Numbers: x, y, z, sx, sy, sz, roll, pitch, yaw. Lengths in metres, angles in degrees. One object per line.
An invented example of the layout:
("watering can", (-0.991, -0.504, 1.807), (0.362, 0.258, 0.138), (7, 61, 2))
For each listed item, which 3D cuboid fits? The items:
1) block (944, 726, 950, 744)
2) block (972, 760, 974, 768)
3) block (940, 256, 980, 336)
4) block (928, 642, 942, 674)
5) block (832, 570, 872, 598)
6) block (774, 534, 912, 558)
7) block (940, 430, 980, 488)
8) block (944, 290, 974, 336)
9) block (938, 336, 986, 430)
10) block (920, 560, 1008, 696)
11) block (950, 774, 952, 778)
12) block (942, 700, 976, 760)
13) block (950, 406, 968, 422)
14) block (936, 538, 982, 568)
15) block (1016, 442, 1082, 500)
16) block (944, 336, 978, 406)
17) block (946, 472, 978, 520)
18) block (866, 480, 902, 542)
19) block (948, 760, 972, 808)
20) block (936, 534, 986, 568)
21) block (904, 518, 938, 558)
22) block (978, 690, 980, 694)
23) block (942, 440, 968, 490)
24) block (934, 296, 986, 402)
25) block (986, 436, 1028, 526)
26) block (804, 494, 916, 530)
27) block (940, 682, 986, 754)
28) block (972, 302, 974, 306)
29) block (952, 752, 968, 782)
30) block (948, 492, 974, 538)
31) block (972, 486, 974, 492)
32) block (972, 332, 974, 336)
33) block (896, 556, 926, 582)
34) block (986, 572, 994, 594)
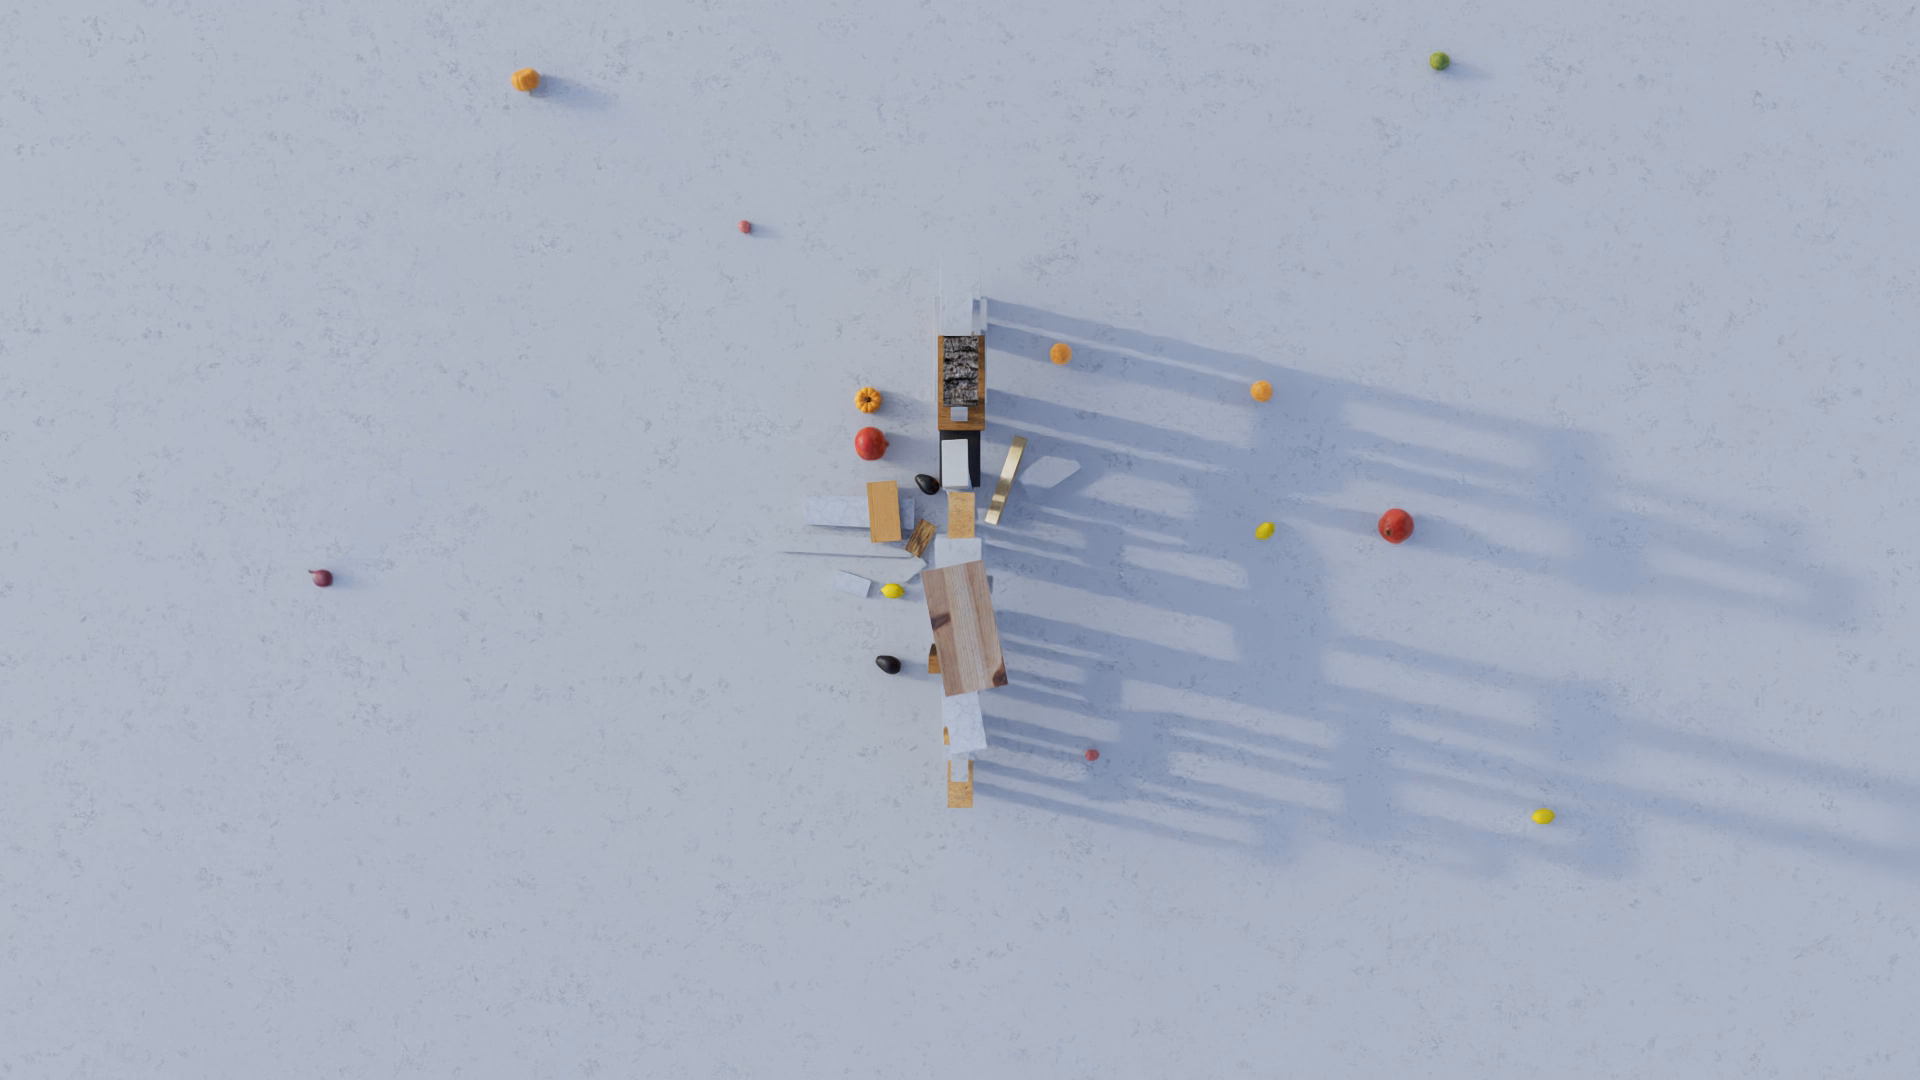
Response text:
("block", (0.004, 0.584, 4.958), (0.104, 0.208, 0.029), (-4, 90, 0))
("block", (0.002, 0.707, 5.262), (0.079, 0.158, 0.022), (0, 90, 0))
("block", (0.001, -0.720, 4.874), (0.119, 0.034, 0.238), (0, 90, 0))
("block", (-0.001, 0.343, 4.785), (0.172, 0.571, 0.049), (2, 90, 0))
("block", (-0.360, 0.145, 5.492), (0.119, 0.017, 0.059), (18, 90, 0))
("block", (-0.388, 0.017, 5.492), (0.458, 0.017, 0.059), (3, 90, 0))
("block", (0.000, -0.297, 5.222), (0.130, 0.037, 0.259), (0, 90, 0))
("block", (-0.004, -0.624, 4.651), (0.076, 0.021, 0.151), (3, 90, 0))
("block", (0.004, -0.459, 4.833), (0.138, 0.039, 0.275), (0, 90, 0))
("block", (0.012, 0.239, 4.475), (0.172, 0.049, 0.344), (-11, 90, 0))
("block", (-0.001, 0.707, 5.060), (0.051, 0.201, 0.015), (0, 90, 0))
("block", (-0.003, 0.573, 5.077), (0.102, 0.029, 0.204), (-1, 90, 0))
("block", (-0.002, -0.370, 4.766), (0.048, 0.096, 0.014), (0, 70, 0))
("block", (-0.003, 0.131, 4.862), (0.135, 0.038, 0.269), (0, 90, 0))
("block", (0.293, -0.226, 5.486), (0.199, 0.028, 0.099), (-34, 90, 0))
("block", (0.002, -0.471, 4.604), (0.098, 0.028, 0.195), (0, 90, 0))
("block", (0.004, -0.134, 5.170), (0.081, 0.023, 0.161), (-12, 88, 0))
("block", (-0.251, -0.094, 5.458), (0.099, 0.028, 0.199), (-5, 90, 0))
("block", (0.001, 0.760, 5.172), (0.079, 0.022, 0.158), (0, 90, 0))
("block", (0.002, 0.135, 5.172), (0.153, 0.043, 0.306), (0, 90, 0))
("block", (-0.132, -0.006, 5.480), (0.059, 0.017, 0.119), (30, 83, -9))
("block", (0.006, 0.438, 4.962), (0.104, 0.216, 0.029), (2, 90, 0))
("block", (-0.015, -0.237, 5.159), (0.081, 0.023, 0.161), (-3, 66, 4))
("block", (0.001, -0.595, 5.151), (0.163, 0.046, 0.326), (0, 90, 0))
("block", (0.155, -0.199, 5.480), (0.048, 0.014, 0.303), (19, 90, 37))
("block", (-0.332, -0.094, 5.486), (0.361, 0.028, 0.099), (3, 90, 0))
("block", (0.011, 0.515, 4.840), (0.104, 0.029, 0.208), (-9, 90, 0))
("block", (0.004, -0.685, 4.759), (0.076, 0.194, 0.021), (0, 99, 0))
("block", (0.000, 0.673, 4.952), (0.051, 0.015, 0.103), (1, 90, 0))
("block", (0.005, -0.067, 5.142), (0.081, 0.023, 0.161), (1, 86, 0))
("block", (0.006, -0.099, 5.190), (0.070, 0.020, 0.140), (1, 88, 0))
("block", (0.004, -0.578, 4.738), (0.076, 0.151, 0.021), (0, 106, 0))
("block", (-0.162, 0.093, 5.493), (0.096, 0.014, 0.048), (-39, 90, 0))
("block", (0.004, 0.118, 4.671), (0.172, 0.344, 0.049), (3, 90, 0))
